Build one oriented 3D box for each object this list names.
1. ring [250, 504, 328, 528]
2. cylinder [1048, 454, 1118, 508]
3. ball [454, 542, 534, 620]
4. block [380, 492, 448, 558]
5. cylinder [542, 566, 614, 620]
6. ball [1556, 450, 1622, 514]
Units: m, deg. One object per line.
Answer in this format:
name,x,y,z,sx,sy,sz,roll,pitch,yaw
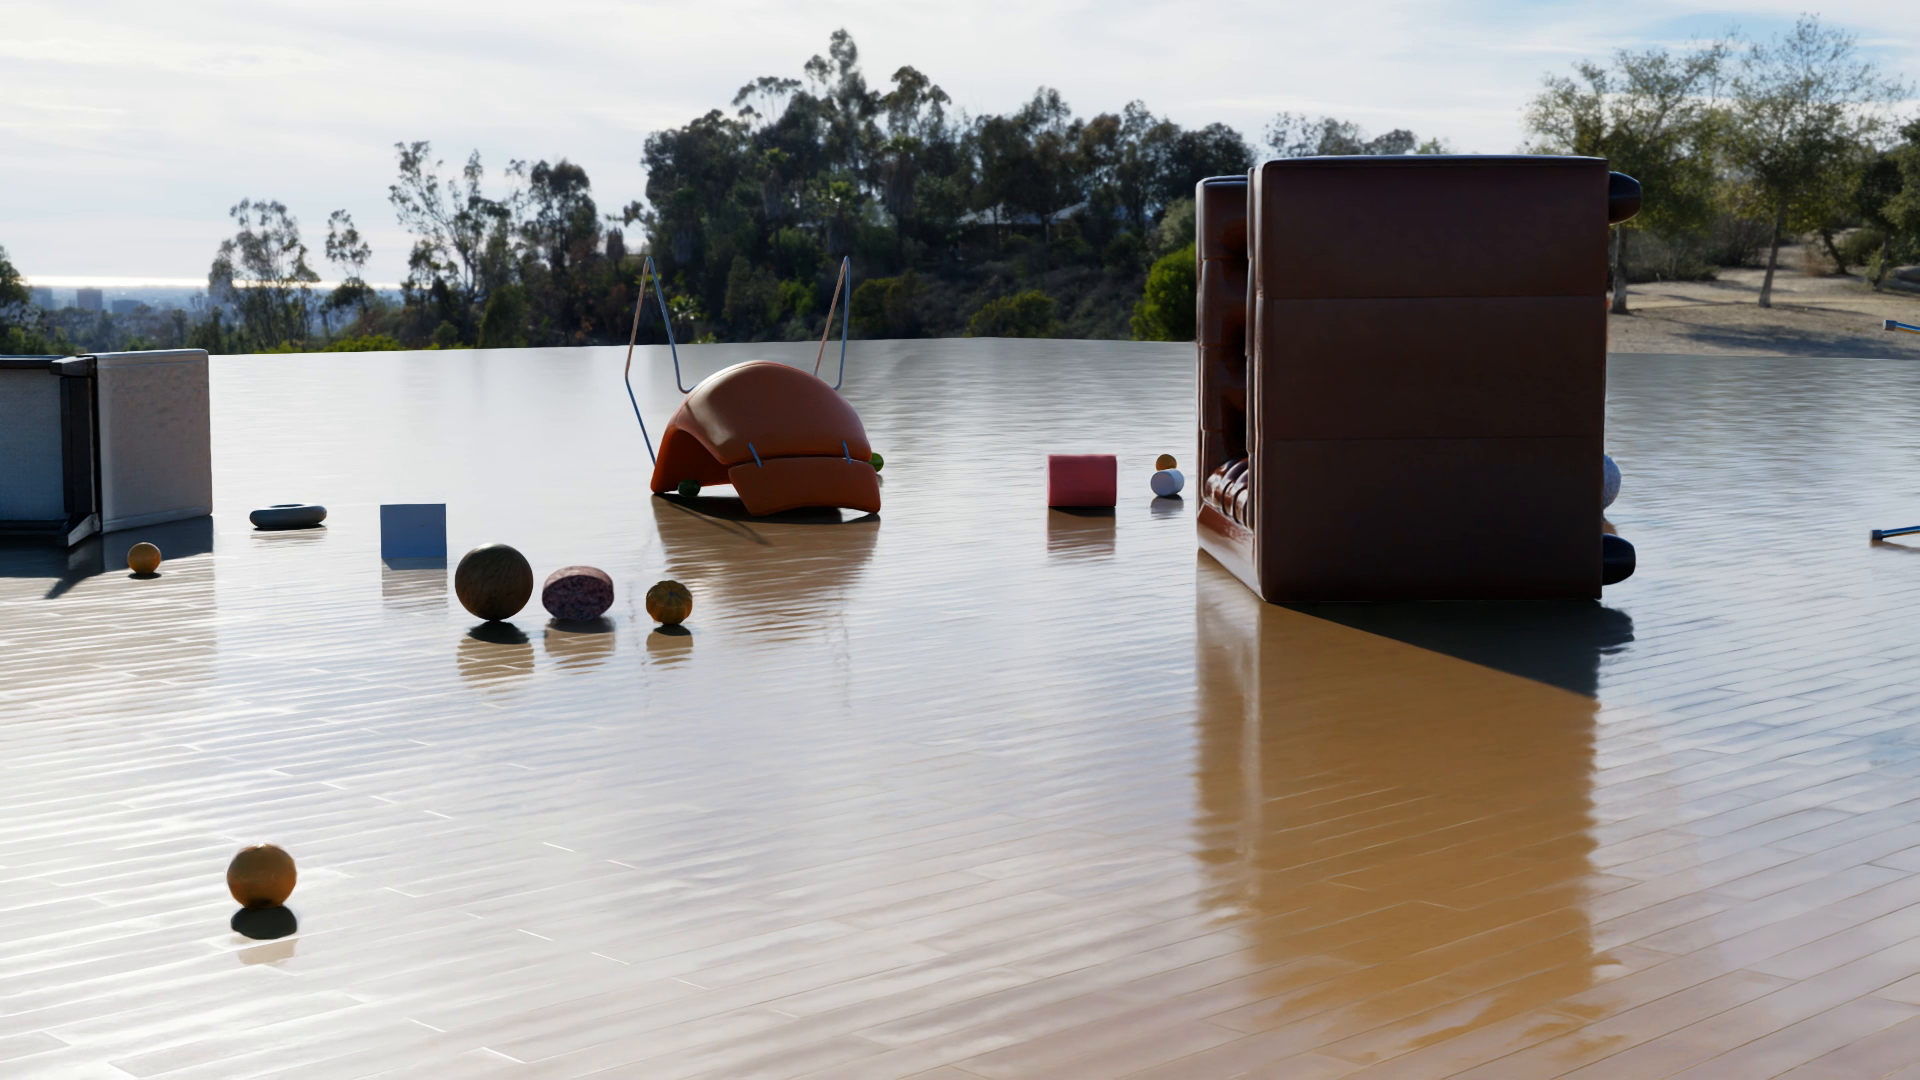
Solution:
ring,-1.779,-0.065,6.798,0.131,0.052,0.226,7,9,41
cylinder,0.347,-0.169,7.314,0.190,0.152,0.158,0,-7,-1
ball,-0.891,0.080,4.905,0.150,0.150,0.150,0,6,0
block,-1.316,-0.039,6.179,0.152,0.126,0.340,-1,6,-12
cylinder,-0.742,0.102,4.989,0.138,0.088,0.163,-3,6,-8
ball,1.748,-0.163,7.132,0.177,0.177,0.177,0,6,0
